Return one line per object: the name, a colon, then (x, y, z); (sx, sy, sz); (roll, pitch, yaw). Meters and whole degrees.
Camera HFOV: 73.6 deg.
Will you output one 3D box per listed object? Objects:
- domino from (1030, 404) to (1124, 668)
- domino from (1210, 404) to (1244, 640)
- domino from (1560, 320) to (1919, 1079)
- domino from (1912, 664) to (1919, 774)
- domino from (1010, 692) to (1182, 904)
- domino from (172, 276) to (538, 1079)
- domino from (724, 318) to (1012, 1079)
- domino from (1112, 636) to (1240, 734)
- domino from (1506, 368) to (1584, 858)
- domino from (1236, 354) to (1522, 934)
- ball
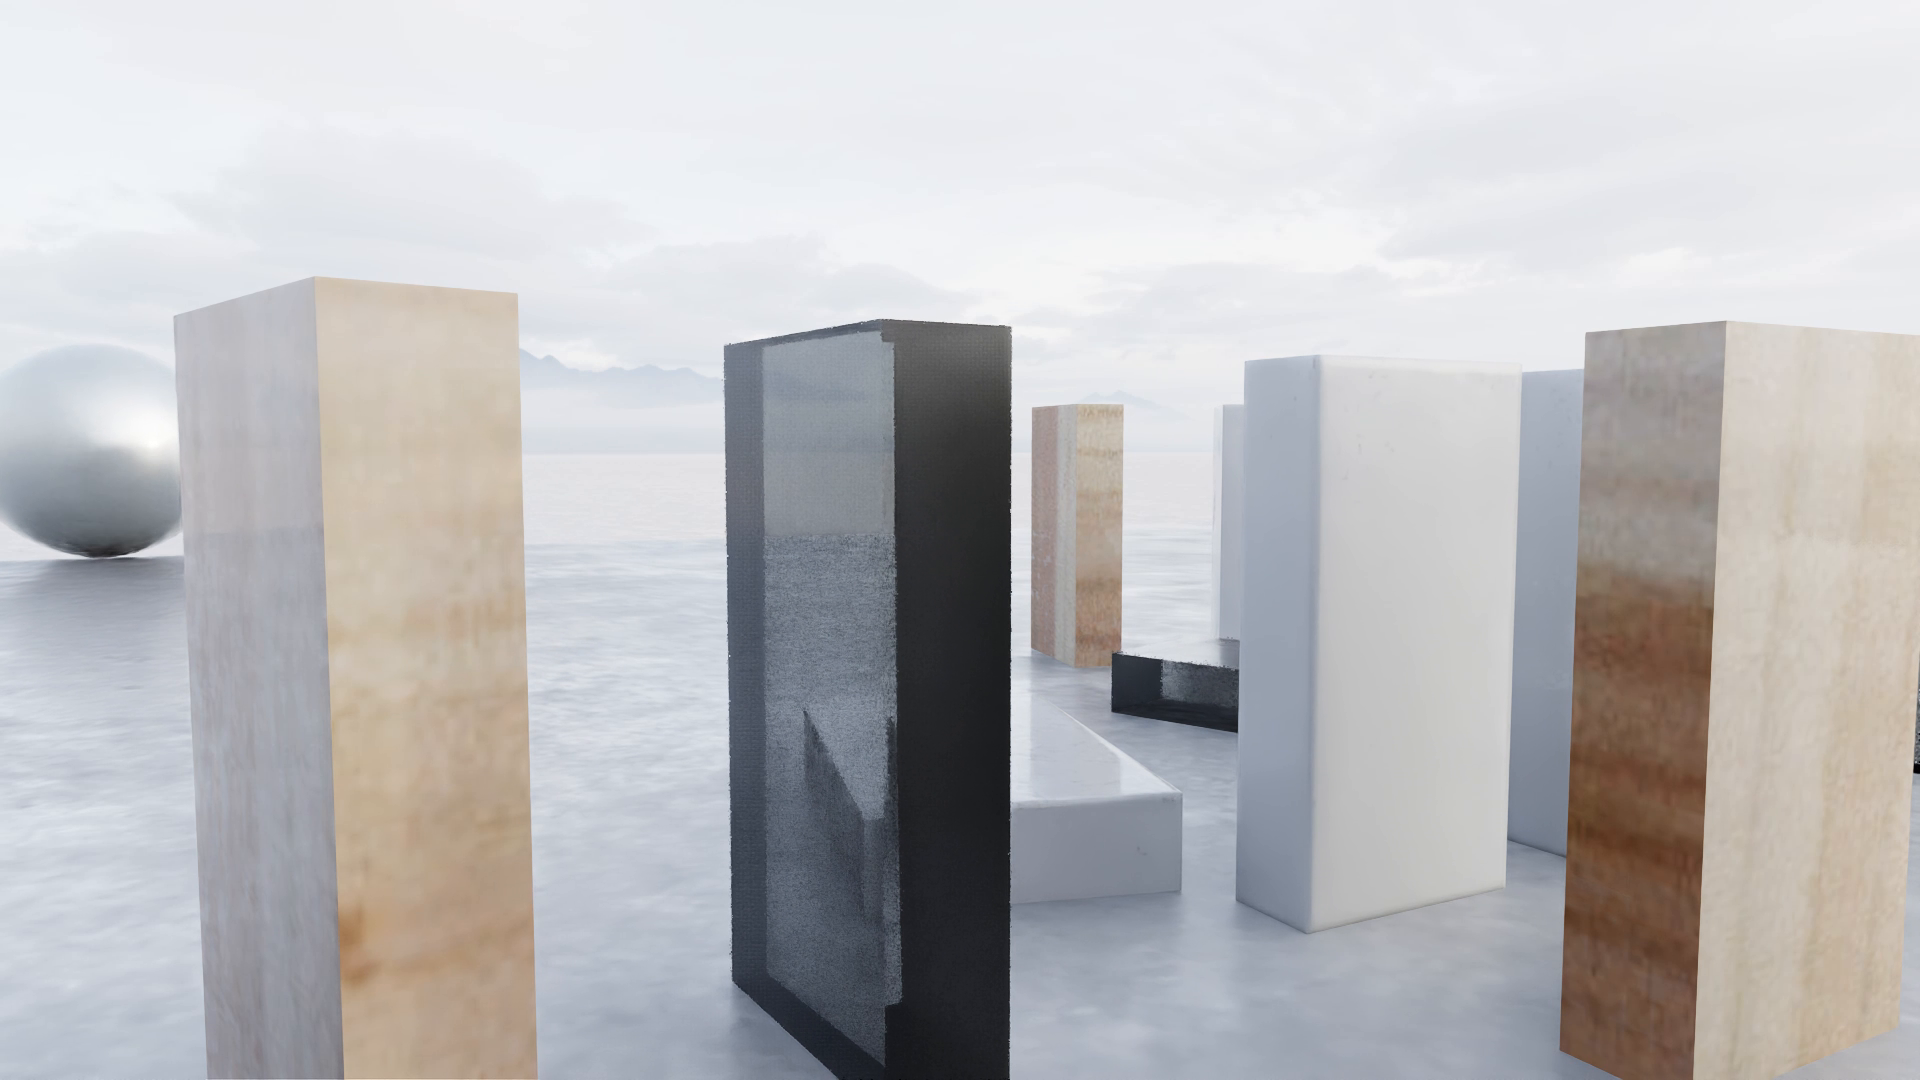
domino: (0.023, -0.002, 0.256); (0.009, 0.050, 0.025); (-1, 4, -17)
domino: (0.056, -0.002, 0.258); (0.009, 0.050, 0.025); (1, 4, 7)
domino: (0.055, 0.011, 0.090); (0.025, 0.050, 0.009); (-2, 5, -29)
domino: (0.119, 0.004, 0.175); (0.025, 0.050, 0.009); (4, 6, 43)
domino: (0.003, 0.027, 0.144); (0.025, 0.009, 0.050); (-1, 4, -13)
domino: (-0.034, 0.012, 0.072); (0.009, 0.050, 0.025); (-4, 6, -44)
domino: (-0.007, 0.011, 0.092); (0.009, 0.050, 0.025); (-3, 5, -32)
domino: (0.051, 0.023, 0.196); (0.050, 0.010, 0.025); (4, 6, 41)
domino: (0.065, 0.007, 0.135); (0.009, 0.050, 0.025); (-2, 5, -30)
domino: (0.039, 0.009, 0.120); (0.025, 0.050, 0.009); (-2, 5, -28)
ball: (-0.321, -0.033, 0.478); (0.080, 0.080, 0.080); (0, 4, 0)
